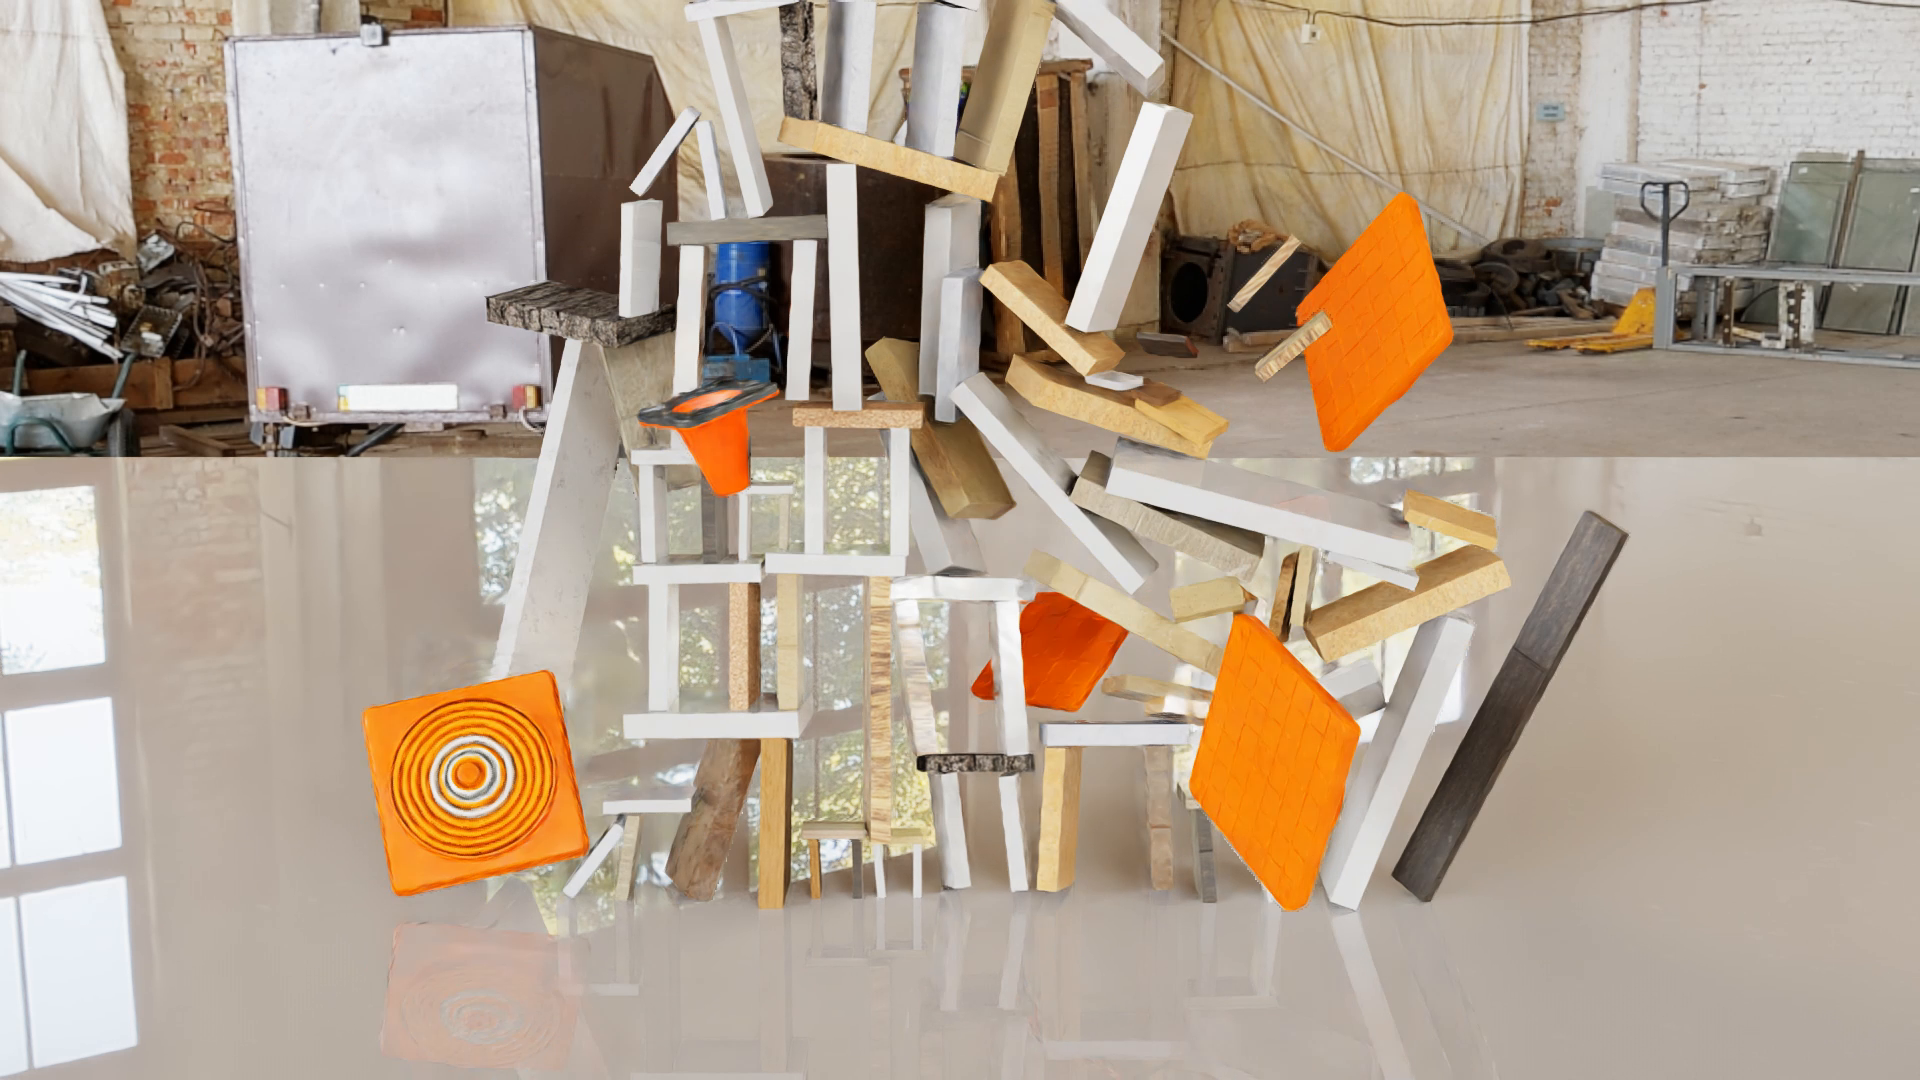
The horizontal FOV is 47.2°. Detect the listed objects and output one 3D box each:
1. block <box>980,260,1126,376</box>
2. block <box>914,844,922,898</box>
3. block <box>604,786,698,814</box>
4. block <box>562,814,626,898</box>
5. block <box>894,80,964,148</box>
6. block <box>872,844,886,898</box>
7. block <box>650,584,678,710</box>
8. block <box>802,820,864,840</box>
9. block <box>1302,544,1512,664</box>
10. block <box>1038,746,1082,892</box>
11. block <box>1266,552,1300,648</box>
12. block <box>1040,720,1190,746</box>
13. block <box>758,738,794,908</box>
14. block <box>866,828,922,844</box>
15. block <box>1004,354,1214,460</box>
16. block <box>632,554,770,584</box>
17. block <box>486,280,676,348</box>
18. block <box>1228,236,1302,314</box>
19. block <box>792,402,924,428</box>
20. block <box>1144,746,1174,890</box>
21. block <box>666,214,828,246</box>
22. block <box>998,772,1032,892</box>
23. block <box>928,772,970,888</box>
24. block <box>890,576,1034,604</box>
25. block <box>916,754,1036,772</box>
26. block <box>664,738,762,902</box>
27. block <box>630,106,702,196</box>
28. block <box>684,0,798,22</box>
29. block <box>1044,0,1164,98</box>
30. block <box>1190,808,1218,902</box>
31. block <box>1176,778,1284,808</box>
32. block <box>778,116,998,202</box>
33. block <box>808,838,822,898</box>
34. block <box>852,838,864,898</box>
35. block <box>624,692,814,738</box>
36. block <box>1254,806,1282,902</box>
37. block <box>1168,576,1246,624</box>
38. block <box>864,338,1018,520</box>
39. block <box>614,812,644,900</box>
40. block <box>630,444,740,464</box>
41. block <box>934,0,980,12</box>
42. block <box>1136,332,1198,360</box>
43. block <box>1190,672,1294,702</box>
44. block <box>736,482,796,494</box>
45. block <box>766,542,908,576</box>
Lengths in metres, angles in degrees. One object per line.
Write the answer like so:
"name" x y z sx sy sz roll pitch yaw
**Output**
"block" 0.151 -0.362 3.574 0.239 0.034 0.119 44 26 14
"block" -0.071 0.544 3.664 0.013 0.092 0.046 0 11 -1
"block" -0.513 0.431 3.652 0.146 0.021 0.073 -2 11 3
"block" -0.605 0.524 3.665 0.021 0.146 0.073 37 5 -6
"block" -0.057 -0.783 4.019 0.075 0.149 0.021 0 -38 48
"block" -0.135 0.544 3.663 0.013 0.092 0.046 -6 11 -3
"block" -0.485 0.166 3.606 0.029 0.208 0.104 2 9 3
"block" -0.210 0.481 3.648 0.104 0.015 0.052 0 11 -1
"block" 0.722 0.100 3.587 0.320 0.045 0.160 -23 10 3
"block" 0.167 0.460 3.674 0.034 0.237 0.118 4 1 17
"block" 0.537 0.098 3.622 0.021 0.149 0.074 15 12 20
"block" 0.257 0.322 3.674 0.237 0.034 0.118 0 -1 -4
"block" -0.304 0.448 3.642 0.041 0.286 0.143 2 10 0
"block" -0.110 0.492 3.655 0.092 0.013 0.046 0 10 -5
"block" 0.246 -0.218 3.615 0.319 0.045 0.159 16 14 -21
"block" -0.419 0.047 3.582 0.208 0.029 0.104 -1 9 5
"block" -0.629 -0.376 3.650 0.291 0.041 0.145 14 24 32
"block" 0.481 -0.420 3.476 0.019 0.137 0.068 43 -4 2
"block" -0.162 -0.201 3.533 0.204 0.029 0.102 1 10 1
"block" 0.332 0.458 3.673 0.034 0.237 0.118 -3 -2 3
"block" -0.337 -0.496 3.522 0.254 0.036 0.127 -3 8 -2
"block" 0.093 0.485 3.674 0.027 0.189 0.094 -7 -1 6
"block" -0.019 0.483 3.677 0.027 0.189 0.094 -6 -2 -15
"block" -0.010 0.085 3.715 0.255 0.036 0.127 2 -4 -8
"block" 0.026 0.374 3.694 0.189 0.027 0.095 1 -4 -8
"block" -0.412 0.445 3.677 0.041 0.286 0.143 18 2 -25
"block" -0.466 -0.617 3.487 0.022 0.154 0.077 36 11 -8
"block" -0.326 -0.832 3.386 0.176 0.025 0.088 -6 21 17
"block" 0.207 -0.819 3.480 0.278 0.039 0.139 43 2 5
"block" 0.402 0.511 3.649 0.023 0.162 0.081 -6 11 -2
"block" 0.445 0.419 3.633 0.162 0.023 0.081 -1 10 -5
"block" -0.115 -0.609 3.501 0.317 0.045 0.158 11 10 -27
"block" -0.240 0.539 3.660 0.015 0.103 0.052 -2 11 0
"block" -0.170 0.539 3.660 0.015 0.103 0.052 -1 11 0
"block" -0.396 0.288 3.621 0.286 0.041 0.143 -1 10 6
"block" 0.511 0.510 3.650 0.023 0.162 0.081 -6 10 1
"block" 0.398 0.095 3.550 0.115 0.016 0.058 -13 52 4
"block" -0.032 -0.188 3.725 0.046 0.327 0.163 -34 -17 25
"block" -0.548 0.517 3.657 0.021 0.146 0.073 10 10 -2
"block" -0.444 -0.138 3.561 0.159 0.023 0.080 0 8 11
"block" -0.091 -0.877 3.427 0.230 0.033 0.115 11 12 -27
"block" 0.331 -0.311 3.506 0.092 0.013 0.046 10 -25 37
"block" 0.487 0.252 3.720 0.187 0.027 0.094 9 -4 11
"block" -0.314 -0.084 3.558 0.091 0.013 0.045 -1 10 2
"block" -0.199 0.030 3.570 0.223 0.032 0.112 1 10 1
